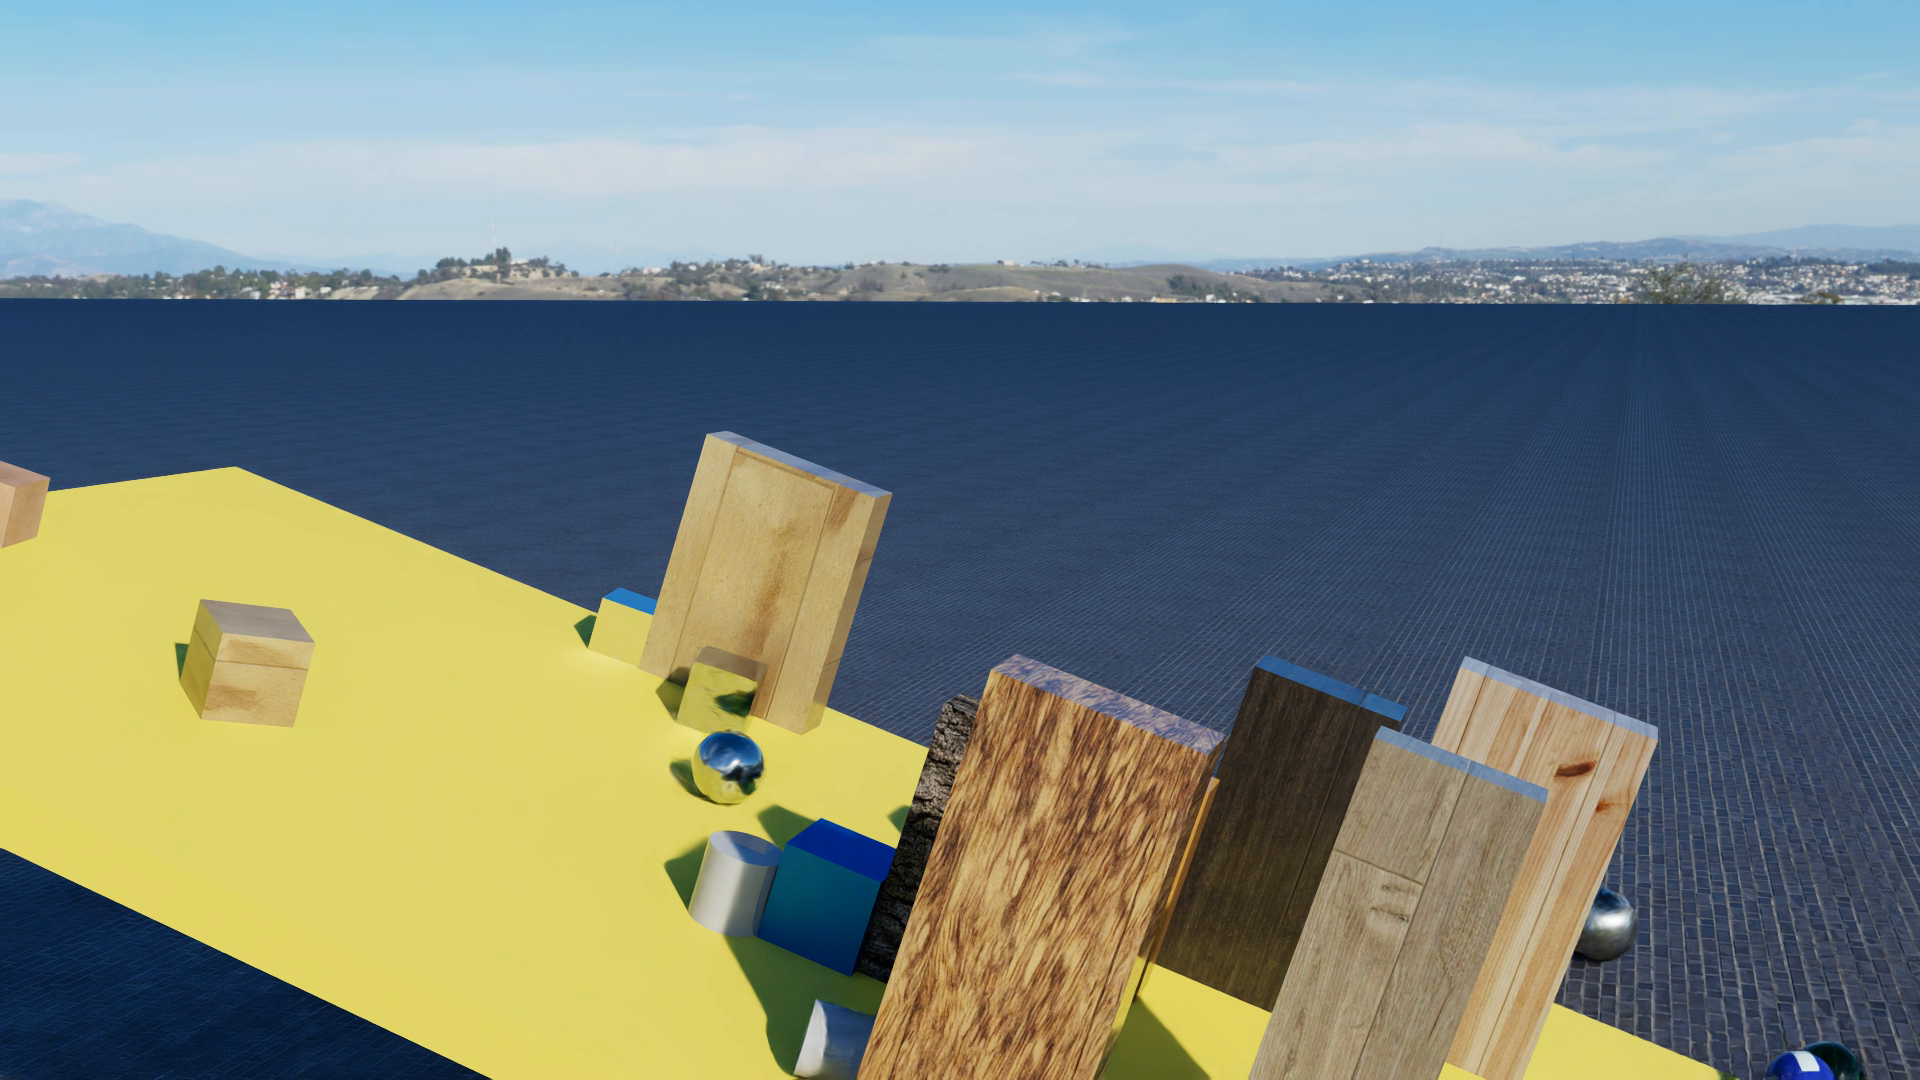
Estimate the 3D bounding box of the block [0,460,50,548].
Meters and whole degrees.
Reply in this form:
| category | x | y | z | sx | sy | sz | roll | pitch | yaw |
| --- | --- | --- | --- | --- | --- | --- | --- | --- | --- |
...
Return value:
| category | x | y | z | sx | sy | sz | roll | pitch | yaw |
| --- | --- | --- | --- | --- | --- | --- | --- | --- | --- |
| block | -2.010 | -0.078 | 4.588 | 0.134 | 0.134 | 0.134 | 19 | 12 | 4 |

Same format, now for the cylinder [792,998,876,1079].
| category | x | y | z | sx | sy | sz | roll | pitch | yaw |
| --- | --- | --- | --- | --- | --- | --- | --- | --- | --- |
| cylinder | -0.183 | 0.782 | 3.391 | 0.118 | 0.118 | 0.118 | 17 | 7 | -2 |

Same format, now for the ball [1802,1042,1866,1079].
| category | x | y | z | sx | sy | sz | roll | pitch | yaw |
| --- | --- | --- | --- | --- | --- | --- | --- | --- | --- |
| ball | 1.848 | 1.144 | 4.683 | 0.149 | 0.149 | 0.149 | 0 | 7 | 0 |

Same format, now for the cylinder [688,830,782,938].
| category | x | y | z | sx | sy | sz | roll | pitch | yaw |
| --- | --- | --- | --- | --- | --- | --- | --- | --- | --- |
| cylinder | -0.392 | 0.602 | 3.857 | 0.138 | 0.138 | 0.138 | 17 | 12 | -4 |

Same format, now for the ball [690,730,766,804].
| category | x | y | z | sx | sy | sz | roll | pitch | yaw |
| --- | --- | --- | --- | --- | --- | --- | --- | --- | --- |
| ball | -0.464 | 0.454 | 4.399 | 0.148 | 0.148 | 0.148 | 0 | 7 | 0 |

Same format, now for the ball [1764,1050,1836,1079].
| category | x | y | z | sx | sy | sz | roll | pitch | yaw |
| --- | --- | --- | --- | --- | --- | --- | --- | --- | --- |
| ball | 1.745 | 1.133 | 4.568 | 0.142 | 0.142 | 0.142 | 0 | 7 | 0 |

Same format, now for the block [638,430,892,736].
| category | x | y | z | sx | sy | sz | roll | pitch | yaw |
| --- | --- | --- | --- | --- | --- | --- | --- | --- | --- |
| block | -0.447 | 0.095 | 5.018 | 0.424 | 0.574 | 0.118 | 21 | 12 | 14 |

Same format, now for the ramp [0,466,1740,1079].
| category | x | y | z | sx | sy | sz | roll | pitch | yaw |
| --- | --- | --- | --- | --- | --- | --- | --- | --- | --- |
| ramp | -0.352 | 0.662 | 4.223 | 4.000 | 0.100 | 2.000 | 21 | 12 | 14 |

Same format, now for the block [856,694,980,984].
| category | x | y | z | sx | sy | sz | roll | pitch | yaw |
| --- | --- | --- | --- | --- | --- | --- | --- | --- | --- |
| block | 0.069 | 0.568 | 3.786 | 0.347 | 0.507 | 0.104 | 21 | 12 | 14 |

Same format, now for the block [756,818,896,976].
| category | x | y | z | sx | sy | sz | roll | pitch | yaw |
| --- | --- | --- | --- | --- | --- | --- | --- | --- | --- |
| block | -0.220 | 0.628 | 3.885 | 0.181 | 0.181 | 0.181 | 21 | 12 | 13 |

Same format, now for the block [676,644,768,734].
| category | x | y | z | sx | sy | sz | roll | pitch | yaw |
| --- | --- | --- | --- | --- | --- | --- | --- | --- | --- |
| block | -0.522 | 0.339 | 4.842 | 0.147 | 0.147 | 0.147 | 18 | 12 | 1 |

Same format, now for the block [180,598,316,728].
| category | x | y | z | sx | sy | sz | roll | pitch | yaw |
| --- | --- | --- | --- | --- | --- | --- | --- | --- | --- |
| block | -1.329 | 0.229 | 4.097 | 0.171 | 0.171 | 0.171 | 9 | 15 | -35 |

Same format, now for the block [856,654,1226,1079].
| category | x | y | z | sx | sy | sz | roll | pitch | yaw |
| --- | --- | --- | --- | --- | --- | --- | --- | --- | --- |
| block | 0.099 | 0.580 | 3.182 | 0.325 | 0.751 | 0.139 | 21 | 12 | 14 |

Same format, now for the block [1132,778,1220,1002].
| category | x | y | z | sx | sy | sz | roll | pitch | yaw |
| --- | --- | --- | --- | --- | --- | --- | --- | --- | --- |
| block | 0.263 | 0.599 | 4.124 | 0.312 | 0.428 | 0.113 | 21 | 12 | 14 |

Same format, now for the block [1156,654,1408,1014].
| category | x | y | z | sx | sy | sz | roll | pitch | yaw |
| --- | --- | --- | --- | --- | --- | --- | --- | --- | --- |
| block | 0.617 | 0.574 | 4.269 | 0.289 | 0.629 | 0.145 | 21 | 12 | 14 |

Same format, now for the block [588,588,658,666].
| category | x | y | z | sx | sy | sz | roll | pitch | yaw |
| --- | --- | --- | --- | --- | --- | --- | --- | --- | --- |
| block | -0.772 | 0.203 | 5.135 | 0.129 | 0.129 | 0.129 | 19 | 12 | 5 |

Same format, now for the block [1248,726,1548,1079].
| category | x | y | z | sx | sy | sz | roll | pitch | yaw |
| --- | --- | --- | --- | --- | --- | --- | --- | --- | --- |
| block | 0.617 | 0.697 | 3.305 | 0.258 | 0.793 | 0.092 | 21 | 12 | 14 |

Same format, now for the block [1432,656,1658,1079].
| category | x | y | z | sx | sy | sz | roll | pitch | yaw |
| --- | --- | --- | --- | --- | --- | --- | --- | --- | --- |
| block | 1.031 | 0.646 | 4.271 | 0.382 | 0.743 | 0.130 | 21 | 12 | 14 |

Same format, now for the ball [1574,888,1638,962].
| category | x | y | z | sx | sy | sz | roll | pitch | yaw |
| --- | --- | --- | --- | --- | --- | --- | --- | --- | --- |
| ball | 1.729 | 1.039 | 5.938 | 0.195 | 0.195 | 0.195 | 0 | 7 | 0 |
